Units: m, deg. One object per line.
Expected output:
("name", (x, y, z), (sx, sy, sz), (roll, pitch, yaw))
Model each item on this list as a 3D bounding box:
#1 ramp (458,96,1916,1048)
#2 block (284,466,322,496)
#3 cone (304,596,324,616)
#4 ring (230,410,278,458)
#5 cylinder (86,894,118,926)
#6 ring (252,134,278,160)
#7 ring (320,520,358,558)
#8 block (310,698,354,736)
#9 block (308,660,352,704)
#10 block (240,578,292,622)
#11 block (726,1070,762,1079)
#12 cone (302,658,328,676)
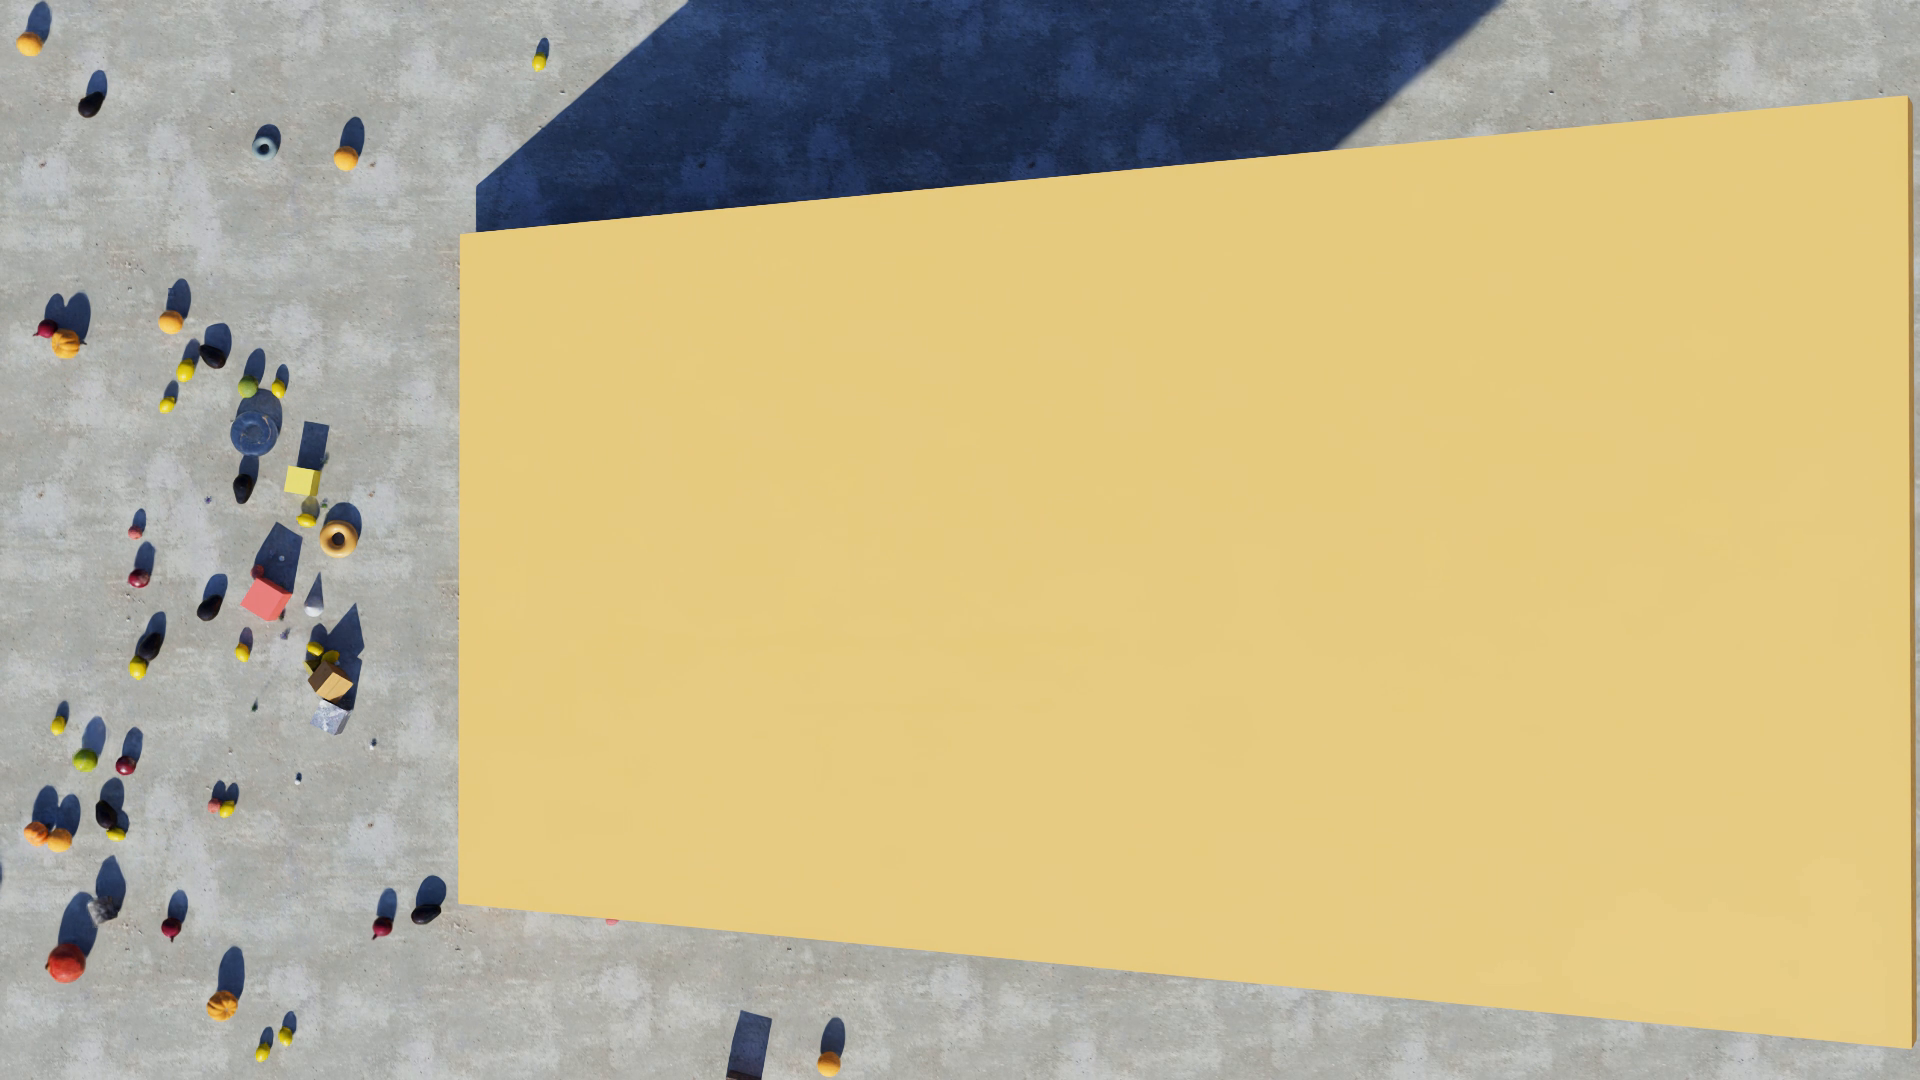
("ramp", (0.272, 0.076, 5.635), (4.000, 0.100, 2.000), (0, 89, 29))
("block", (-1.979, -0.177, 6.621), (0.077, 0.077, 0.077), (10, 89, 0))
("cone", (-1.956, 0.201, 6.625), (0.062, 0.062, 0.062), (0, 89, 0))
("ring", (-2.131, -0.321, 6.638), (0.143, 0.048, 0.143), (0, 91, 0))
("cylinder", (-2.578, 1.113, 6.612), (0.070, 0.070, 0.070), (-28, 77, 0))
("ring", (-2.104, -1.187, 6.657), (0.080, 0.027, 0.080), (0, 89, 1))
("ring", (-1.876, -0.004, 6.639), (0.117, 0.039, 0.117), (0, 88, 1))
("block", (-1.889, 0.530, 6.612), (0.082, 0.082, 0.082), (26, 89, 0))
("block", (-1.889, 0.426, 6.597), (0.080, 0.080, 0.080), (-50, 133, 0))
("block", (-2.084, 0.178, 6.609), (0.094, 0.094, 0.094), (32, 90, 0))
("block", (-0.659, 1.659, 6.592), (0.099, 0.099, 0.099), (16, 89, 0))
("cone", (-1.938, 0.375, 6.640), (0.066, 0.066, 0.066), (-35, 89, -27))
